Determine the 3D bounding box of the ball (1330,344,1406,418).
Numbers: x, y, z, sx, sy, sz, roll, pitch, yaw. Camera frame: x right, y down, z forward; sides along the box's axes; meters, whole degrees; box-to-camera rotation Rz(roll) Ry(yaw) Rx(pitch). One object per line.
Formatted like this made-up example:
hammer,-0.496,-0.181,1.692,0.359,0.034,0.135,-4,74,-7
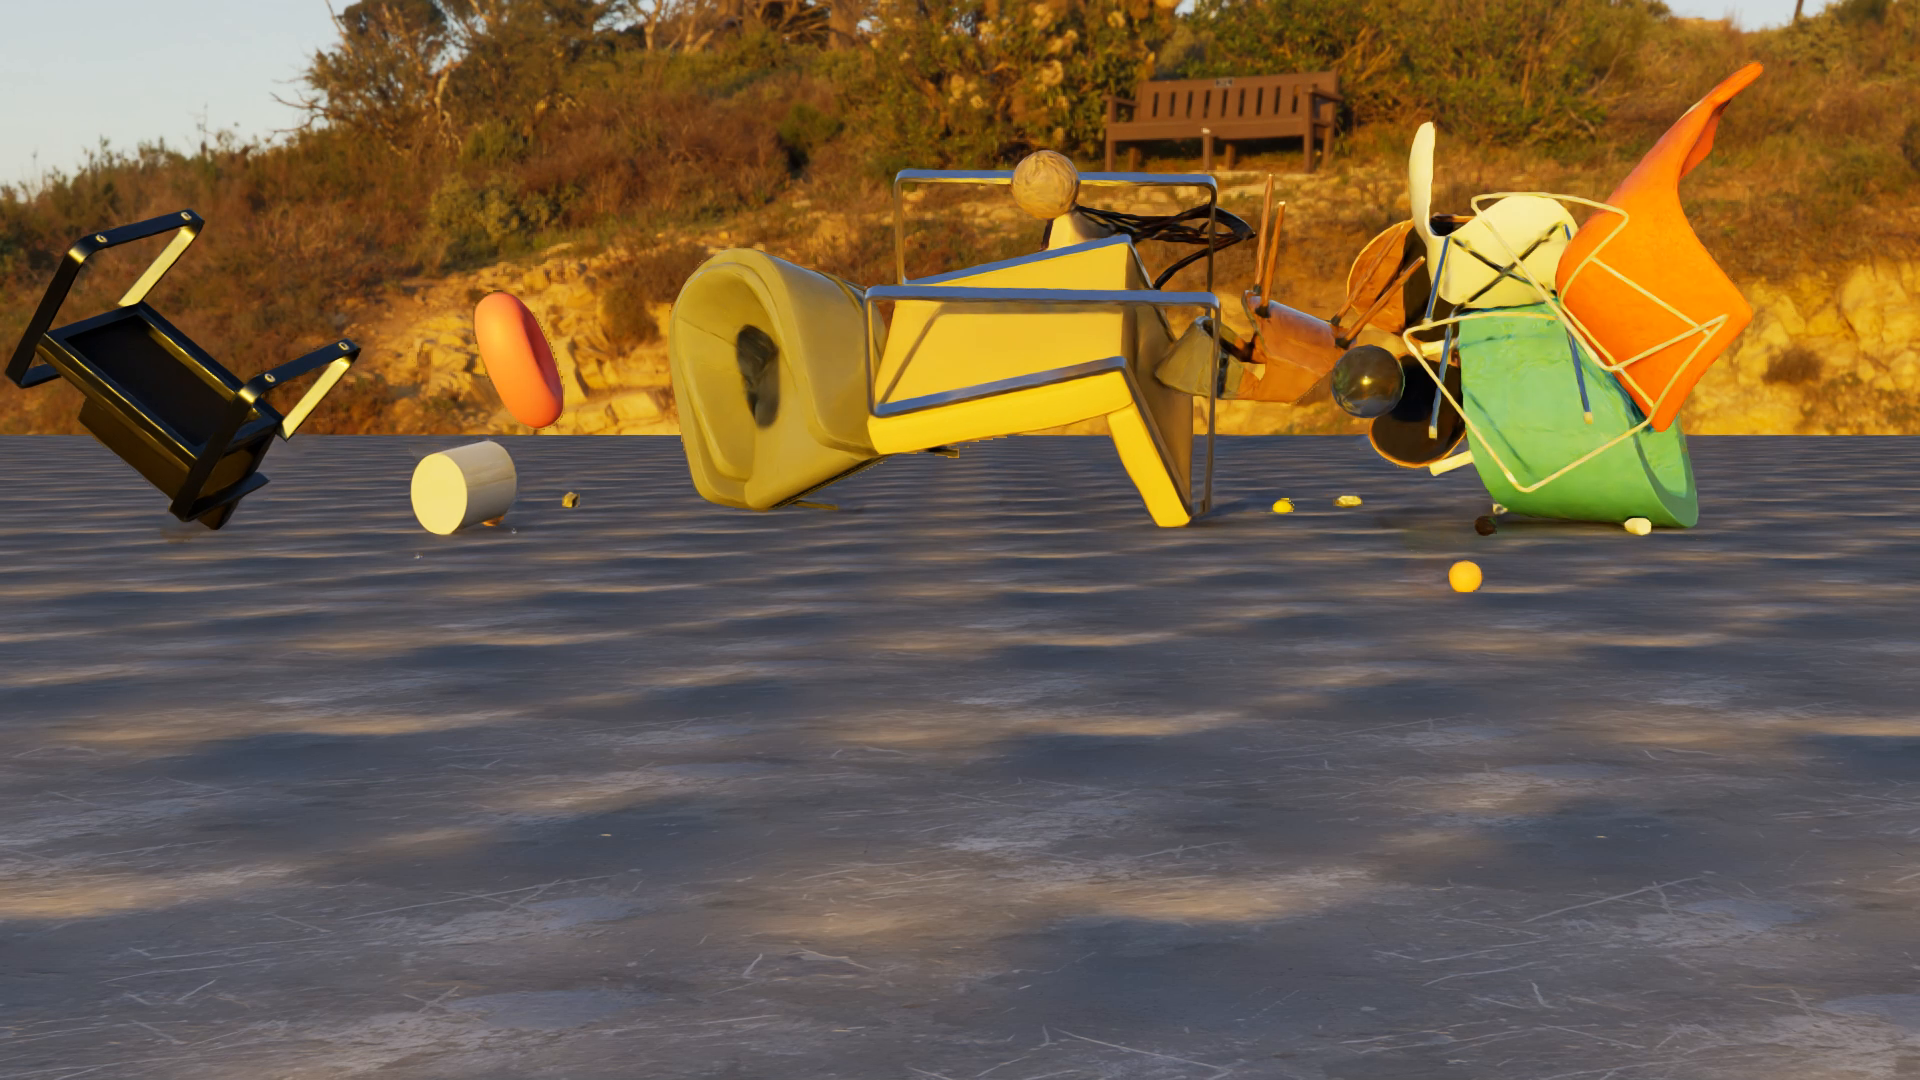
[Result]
ball,1.179,-0.458,6.362,0.213,0.213,0.213,0,4,0

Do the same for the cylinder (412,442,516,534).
cylinder,-1.547,-0.165,6.867,0.211,0.255,0.253,16,17,22

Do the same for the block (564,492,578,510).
block,-1.456,-0.148,8.226,0.035,0.044,0.037,25,40,14

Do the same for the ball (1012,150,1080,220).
ball,0.283,-1.171,7.255,0.227,0.227,0.227,0,4,0

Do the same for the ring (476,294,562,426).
ring,-1.214,-0.494,6.064,0.136,0.421,0.250,-15,35,6
